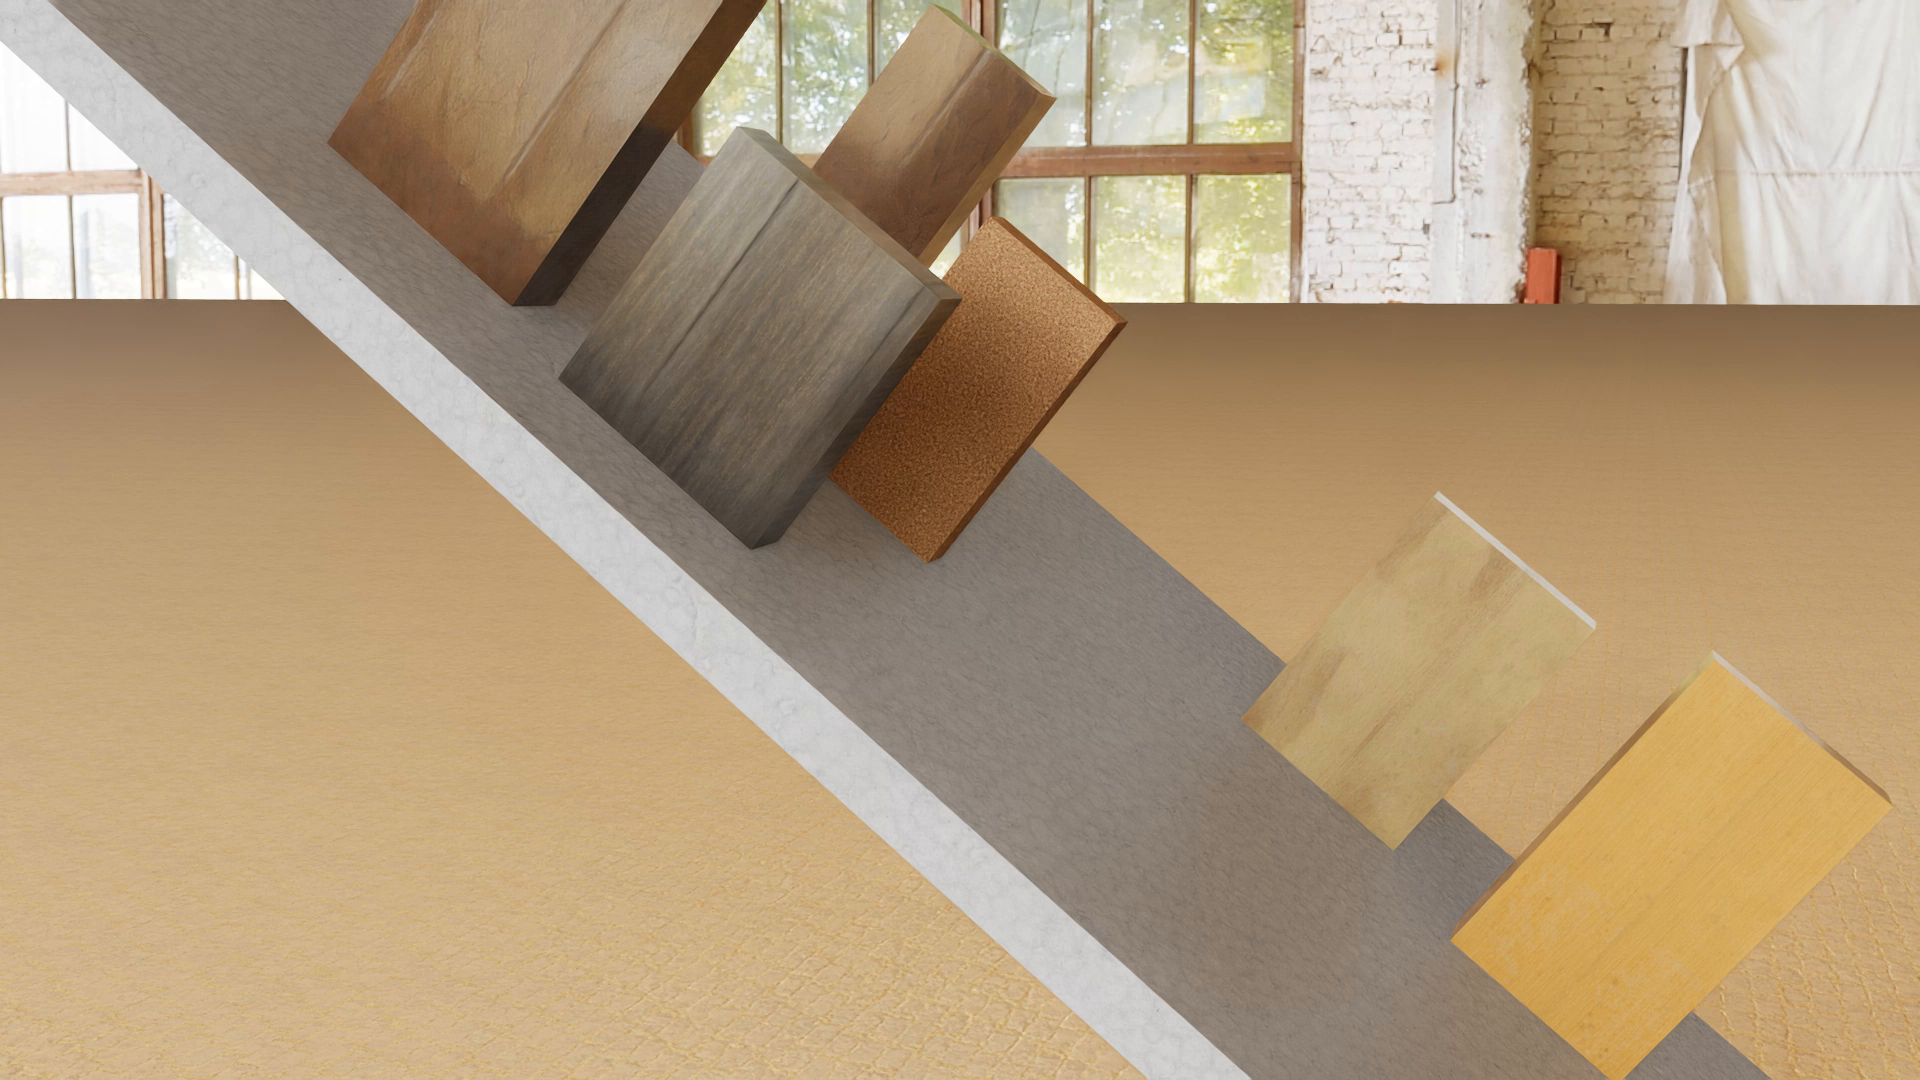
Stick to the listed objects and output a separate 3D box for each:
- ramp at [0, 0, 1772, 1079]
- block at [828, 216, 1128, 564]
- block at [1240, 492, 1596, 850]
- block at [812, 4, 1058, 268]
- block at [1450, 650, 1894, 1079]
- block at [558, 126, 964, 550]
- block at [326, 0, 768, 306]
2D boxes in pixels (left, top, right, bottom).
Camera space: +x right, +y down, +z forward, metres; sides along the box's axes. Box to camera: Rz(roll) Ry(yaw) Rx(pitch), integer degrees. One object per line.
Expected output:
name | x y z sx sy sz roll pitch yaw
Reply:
ramp | -0.014 0.065 4.047 4.000 0.100 2.000 41 16 9
block | 0.008 -0.259 3.824 0.287 0.538 0.086 41 16 9
block | 0.881 0.253 4.248 0.386 0.575 0.103 41 16 9
block | -0.119 -0.816 4.865 0.315 0.651 0.135 41 16 9
block | 1.263 0.588 3.942 0.385 0.697 0.105 41 16 9
block | -0.309 -0.307 3.358 0.409 0.487 0.110 41 16 9
block | -0.641 -0.793 3.538 0.423 0.722 0.148 41 16 9
